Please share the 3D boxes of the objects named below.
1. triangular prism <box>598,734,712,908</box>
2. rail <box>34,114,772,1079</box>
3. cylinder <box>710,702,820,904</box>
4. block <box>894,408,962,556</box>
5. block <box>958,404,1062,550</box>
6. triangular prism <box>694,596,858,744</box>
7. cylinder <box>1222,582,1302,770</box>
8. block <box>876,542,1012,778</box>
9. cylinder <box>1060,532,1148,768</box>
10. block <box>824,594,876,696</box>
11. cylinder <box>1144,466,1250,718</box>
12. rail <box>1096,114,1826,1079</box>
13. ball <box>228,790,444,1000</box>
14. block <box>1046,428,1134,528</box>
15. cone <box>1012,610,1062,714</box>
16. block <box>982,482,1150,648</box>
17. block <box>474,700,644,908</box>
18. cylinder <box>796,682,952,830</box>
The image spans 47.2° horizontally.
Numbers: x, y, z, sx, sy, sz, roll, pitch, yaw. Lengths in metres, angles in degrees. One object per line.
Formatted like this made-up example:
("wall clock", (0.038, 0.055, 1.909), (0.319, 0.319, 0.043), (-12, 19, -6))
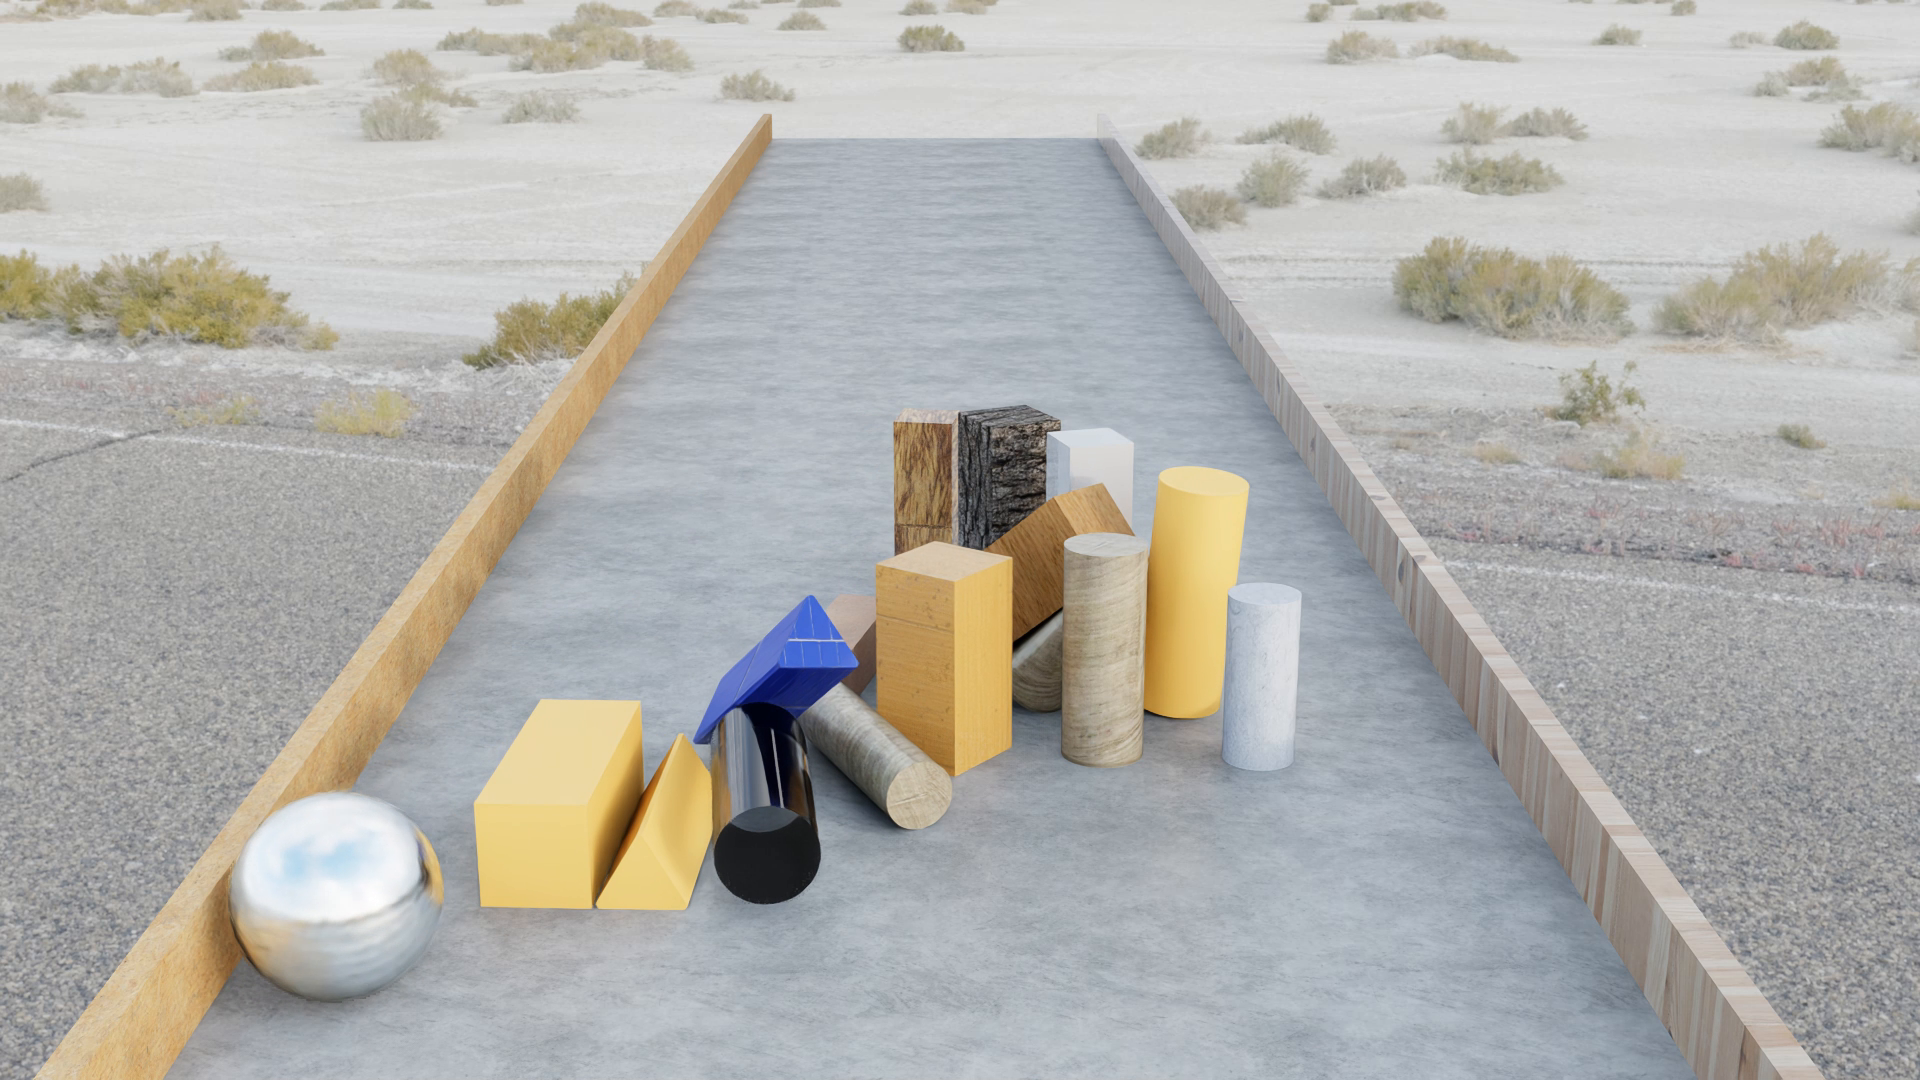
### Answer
("triangular prism", (-0.476, 0.441, 3.522), (0.137, 0.119, 0.417), (1, 17, 2))
("rail", (-1.118, -0.838, 7.780), (0.050, 0.150, 12.000), (0, 17, -1))
("cylinder", (-0.318, 0.416, 3.544), (0.163, 0.163, 0.442), (-2, 17, -7))
("block", (-0.071, -0.094, 4.886), (0.129, 0.373, 0.129), (3, 17, 9))
("block", (0.101, -0.044, 4.600), (0.158, 0.441, 0.158), (-8, 18, -25))
("triangular prism", (-0.330, 0.228, 3.796), (0.141, 0.122, 0.435), (2, -22, -26))
("cylinder", (0.532, 0.240, 3.881), (0.128, 0.306, 0.128), (0, 17, 0))
("block", (-0.027, 0.208, 3.899), (0.172, 0.358, 0.172), (12, 20, 35))
("cylinder", (0.254, 0.195, 3.889), (0.147, 0.390, 0.147), (0, 17, 0))
("block", (-0.234, 0.225, 4.275), (0.112, 0.112, 0.420), (4, 17, 12))
("cylinder", (0.429, 0.098, 4.100), (0.166, 0.440, 0.166), (4, 20, -2))
("rail", (0.932, -0.844, 7.801), (0.050, 0.150, 12.000), (0, 17, -1))
("ball", (-0.867, 0.494, 3.061), (0.288, 0.288, 0.288), (0, 17, 0))
("block", (0.254, 0.019, 4.363), (0.131, 0.457, 0.131), (-5, 17, -17))
("cone", (0.216, 0.152, 4.045), (0.150, 0.370, 0.150), (17, 44, -18))
("block", (0.122, 0.090, 4.180), (0.435, 0.174, 0.174), (-38, -12, 34))
("block", (-0.634, 0.415, 3.533), (0.170, 0.170, 0.441), (1, 17, 2))
("cylinder", (-0.154, 0.365, 3.793), (0.118, 0.118, 0.424), (-7, 18, -23))
